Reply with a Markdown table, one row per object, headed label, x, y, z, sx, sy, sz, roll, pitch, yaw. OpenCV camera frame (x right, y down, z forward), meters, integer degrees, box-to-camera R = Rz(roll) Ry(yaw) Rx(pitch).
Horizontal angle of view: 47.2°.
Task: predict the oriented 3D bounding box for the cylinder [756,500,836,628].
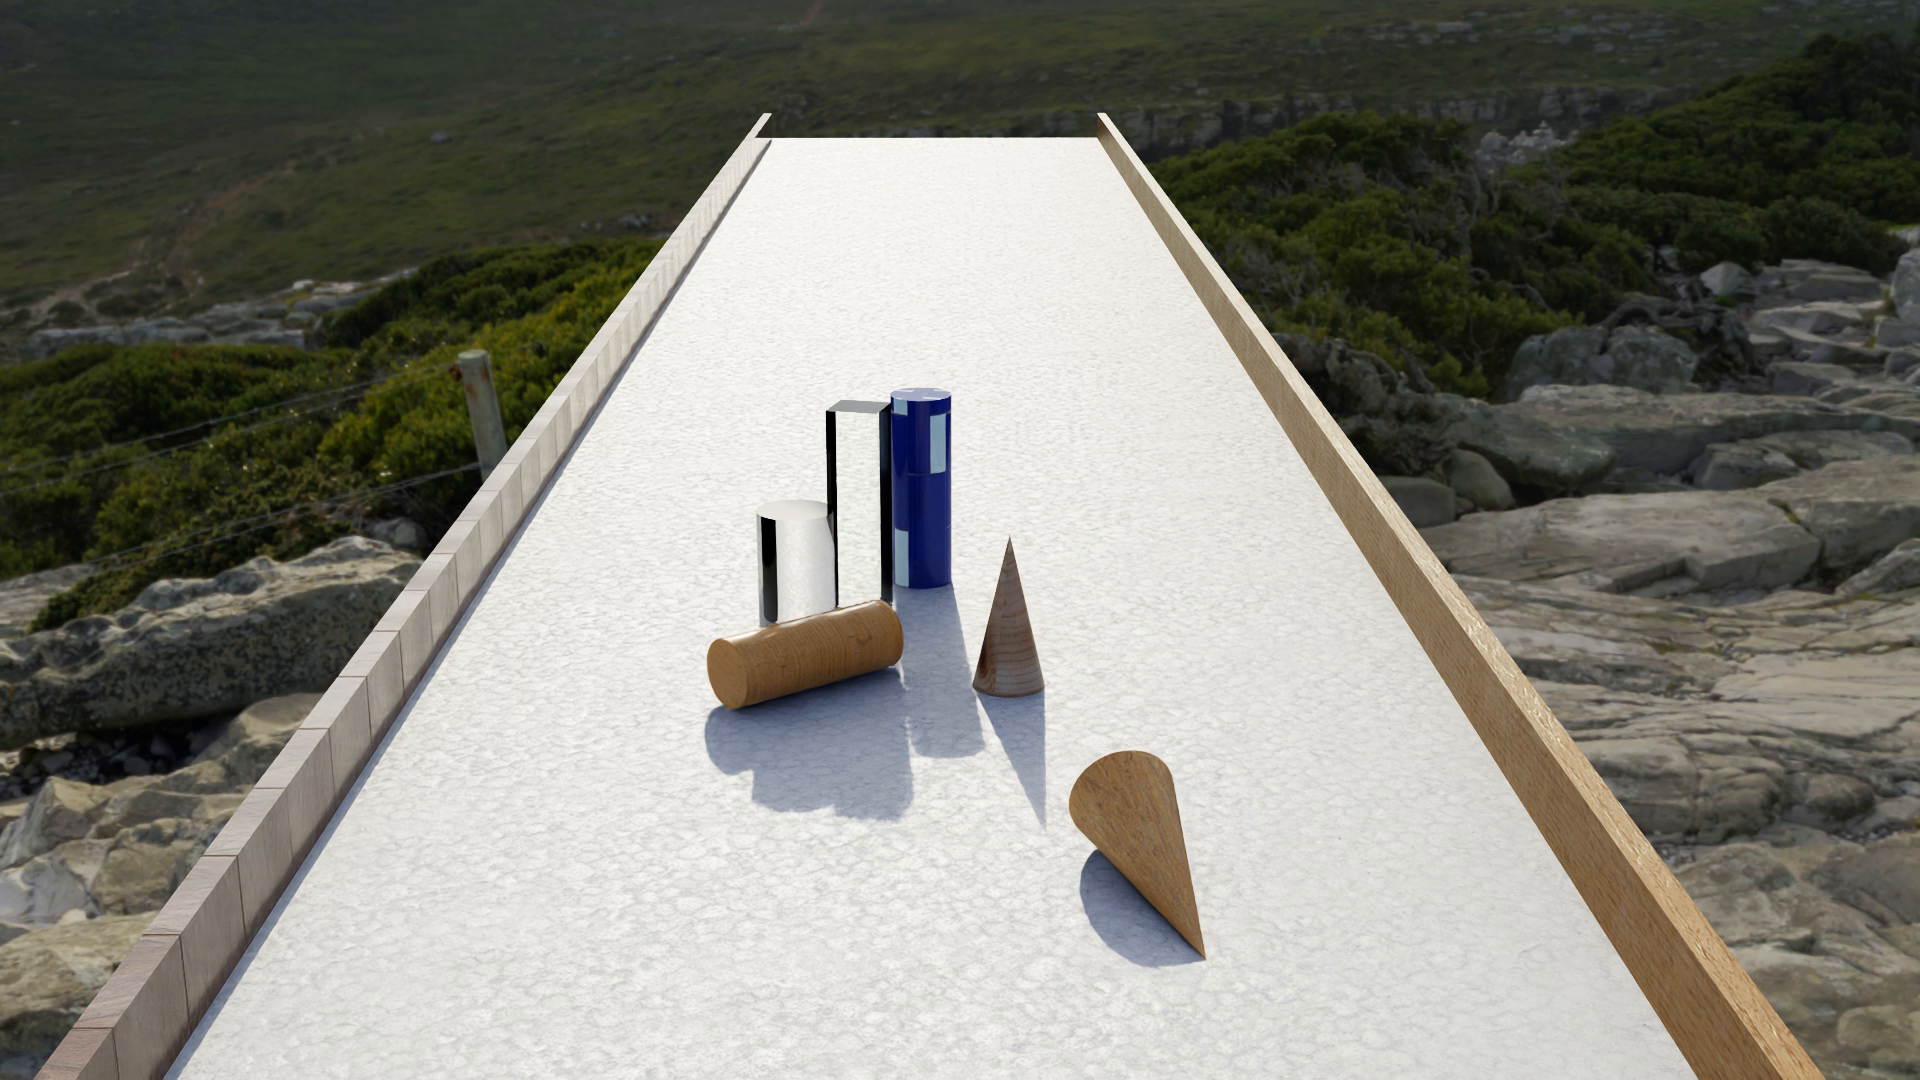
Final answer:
| label | x | y | z | sx | sy | sz | roll | pitch | yaw |
| --- | --- | --- | --- | --- | --- | --- | --- | --- | --- |
| cylinder | -0.326 | 0.087 | 4.398 | 0.155 | 0.306 | 0.155 | 0 | 17 | 0 |

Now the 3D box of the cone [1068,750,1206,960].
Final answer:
| label | x | y | z | sx | sy | sz | roll | pitch | yaw |
| --- | --- | --- | --- | --- | --- | --- | --- | --- | --- |
| cone | 0.308 | 0.510 | 3.358 | 0.176 | 0.176 | 0.420 | -4 | 29 | -13 |

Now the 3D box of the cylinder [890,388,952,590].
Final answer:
| label | x | y | z | sx | sy | sz | roll | pitch | yaw |
| --- | --- | --- | --- | --- | --- | --- | --- | --- | --- |
| cylinder | -0.086 | -0.115 | 4.866 | 0.136 | 0.426 | 0.136 | 0 | 17 | 0 |

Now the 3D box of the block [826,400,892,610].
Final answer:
| label | x | y | z | sx | sy | sz | roll | pitch | yaw |
| --- | --- | --- | --- | --- | --- | --- | --- | --- | --- |
| block | -0.212 | -0.063 | 4.648 | 0.110 | 0.450 | 0.110 | 4 | 17 | 14 |

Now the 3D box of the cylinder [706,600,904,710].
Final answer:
| label | x | y | z | sx | sy | sz | roll | pitch | yaw |
| --- | --- | --- | --- | --- | --- | --- | --- | --- | --- |
| cylinder | -0.296 | 0.218 | 4.253 | 0.371 | 0.137 | 0.137 | -13 | 21 | -38 |

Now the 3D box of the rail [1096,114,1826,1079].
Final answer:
| label | x | y | z | sx | sy | sz | roll | pitch | yaw |
| --- | --- | --- | --- | --- | --- | --- | --- | --- | --- |
| rail | 0.932 | -0.844 | 7.801 | 0.050 | 0.150 | 12.000 | 0 | 17 | -1 |

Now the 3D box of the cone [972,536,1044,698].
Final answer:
| label | x | y | z | sx | sy | sz | roll | pitch | yaw |
| --- | --- | --- | --- | --- | --- | --- | --- | --- | --- |
| cone | 0.095 | 0.134 | 4.235 | 0.142 | 0.308 | 0.142 | 0 | 17 | 0 |

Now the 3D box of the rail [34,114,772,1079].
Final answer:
| label | x | y | z | sx | sy | sz | roll | pitch | yaw |
| --- | --- | --- | --- | --- | --- | --- | --- | --- | --- |
| rail | -1.118 | -0.838 | 7.780 | 0.050 | 0.150 | 12.000 | 0 | 17 | -1 |
